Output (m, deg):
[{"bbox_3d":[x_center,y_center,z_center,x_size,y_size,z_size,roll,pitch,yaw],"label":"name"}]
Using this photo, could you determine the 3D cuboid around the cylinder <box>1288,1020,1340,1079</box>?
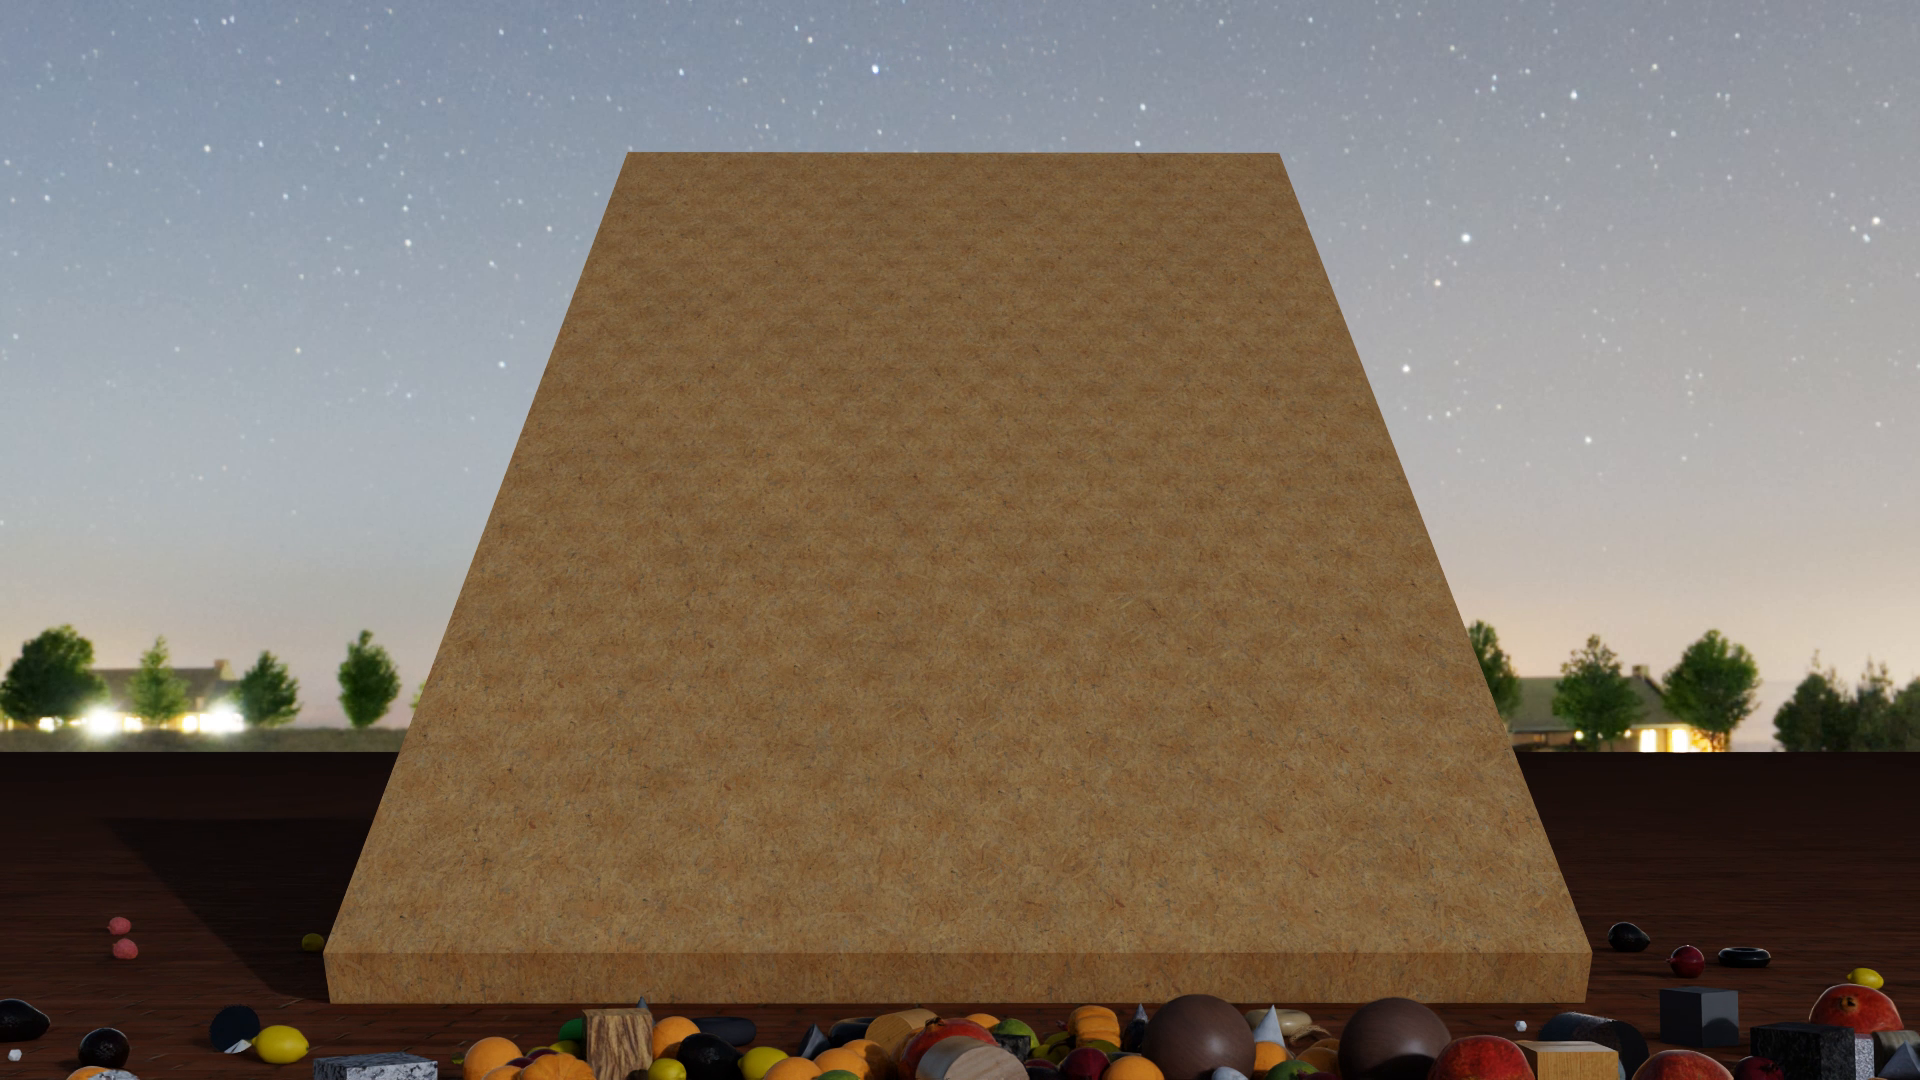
[{"bbox_3d":[0.440,0.638,2.960,0.060,0.060,0.060,-1,13,15],"label":"cylinder"}]

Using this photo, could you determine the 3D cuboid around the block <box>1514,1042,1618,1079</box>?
[{"bbox_3d":[0.652,0.589,2.557,0.087,0.087,0.087,0,-5,-3],"label":"block"}]

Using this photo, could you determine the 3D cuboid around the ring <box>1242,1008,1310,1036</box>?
[{"bbox_3d":[0.453,0.689,3.390,0.099,0.033,0.099,1,-6,0],"label":"ring"}]

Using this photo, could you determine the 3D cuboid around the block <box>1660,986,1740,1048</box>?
[{"bbox_3d":[1.022,0.659,3.285,0.073,0.073,0.073,3,-6,-32],"label":"block"}]

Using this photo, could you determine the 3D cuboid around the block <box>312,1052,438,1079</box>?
[{"bbox_3d":[-0.590,0.572,2.396,0.094,0.094,0.094,3,-6,-35],"label":"block"}]

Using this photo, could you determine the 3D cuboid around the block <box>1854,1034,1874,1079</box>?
[{"bbox_3d":[1.091,0.637,2.918,0.055,0.055,0.055,-2,-5,17],"label":"block"}]

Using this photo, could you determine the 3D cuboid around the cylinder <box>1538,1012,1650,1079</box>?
[{"bbox_3d":[0.742,0.606,2.790,0.093,0.093,0.093,2,-5,-18],"label":"cylinder"}]

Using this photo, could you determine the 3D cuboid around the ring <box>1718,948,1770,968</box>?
[{"bbox_3d":[1.464,0.780,4.437,0.094,0.031,0.094,0,-4,0],"label":"ring"}]

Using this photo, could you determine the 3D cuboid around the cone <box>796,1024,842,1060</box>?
[{"bbox_3d":[-0.179,0.669,3.115,0.054,0.054,0.054,28,-10,-8],"label":"cone"}]

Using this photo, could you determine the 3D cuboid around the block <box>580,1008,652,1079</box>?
[{"bbox_3d":[-0.426,0.627,2.951,0.080,0.080,0.080,1,-5,-14],"label":"block"}]

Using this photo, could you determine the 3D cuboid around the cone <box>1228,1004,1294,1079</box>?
[{"bbox_3d":[0.372,0.607,2.880,0.089,0.089,0.089,12,-11,2],"label":"cone"}]

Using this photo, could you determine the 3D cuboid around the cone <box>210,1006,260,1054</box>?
[{"bbox_3d":[-0.976,0.676,3.226,0.067,0.067,0.067,0,-31,-1],"label":"cone"}]

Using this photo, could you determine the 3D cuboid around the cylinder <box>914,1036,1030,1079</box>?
[{"bbox_3d":[0.013,0.579,2.511,0.099,0.099,0.099,1,-5,-16],"label":"cylinder"}]

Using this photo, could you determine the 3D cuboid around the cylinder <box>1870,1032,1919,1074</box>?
[{"bbox_3d":[1.174,0.644,2.984,0.052,0.052,0.052,0,-5,-4],"label":"cylinder"}]

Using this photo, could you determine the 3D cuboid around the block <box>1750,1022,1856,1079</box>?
[{"bbox_3d":[0.975,0.607,2.749,0.085,0.085,0.085,5,-7,-44],"label":"block"}]

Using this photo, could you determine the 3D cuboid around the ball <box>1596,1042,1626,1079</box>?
[{"bbox_3d":[0.698,0.599,2.642,0.082,0.082,0.082,0,-5,0],"label":"ball"}]

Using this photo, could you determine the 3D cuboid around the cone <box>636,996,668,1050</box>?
[{"bbox_3d":[-0.434,0.657,3.244,0.071,0.071,0.071,0,-5,0],"label":"cone"}]

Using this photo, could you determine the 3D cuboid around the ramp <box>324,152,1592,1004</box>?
[{"bbox_3d":[-0.011,-0.225,5.543,2.000,0.100,4.000,0,27,0],"label":"ramp"}]

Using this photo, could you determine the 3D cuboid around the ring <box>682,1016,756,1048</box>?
[{"bbox_3d":[-0.333,0.678,3.277,0.104,0.035,0.104,0,-6,0],"label":"ring"}]

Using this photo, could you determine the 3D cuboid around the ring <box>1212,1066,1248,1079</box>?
[{"bbox_3d":[0.307,0.608,2.598,0.077,0.026,0.077,40,11,-9],"label":"ring"}]

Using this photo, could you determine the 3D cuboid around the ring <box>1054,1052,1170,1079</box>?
[{"bbox_3d":[0.178,0.630,2.787,0.137,0.046,0.137,-1,-4,0],"label":"ring"}]

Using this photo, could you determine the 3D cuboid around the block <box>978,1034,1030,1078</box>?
[{"bbox_3d":[0.055,0.639,2.931,0.052,0.052,0.052,-2,-5,20],"label":"block"}]

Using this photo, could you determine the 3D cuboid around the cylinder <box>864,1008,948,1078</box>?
[{"bbox_3d":[-0.068,0.631,2.988,0.077,0.077,0.077,-3,-6,28],"label":"cylinder"}]

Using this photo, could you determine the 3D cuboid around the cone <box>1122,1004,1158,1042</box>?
[{"bbox_3d":[0.253,0.674,3.331,0.051,0.051,0.051,0,-5,0],"label":"cone"}]

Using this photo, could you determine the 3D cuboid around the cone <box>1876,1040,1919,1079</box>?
[{"bbox_3d":[1.154,0.653,2.931,0.054,0.054,0.054,-31,-17,21],"label":"cone"}]

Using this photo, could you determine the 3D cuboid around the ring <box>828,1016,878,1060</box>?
[{"bbox_3d":[-0.105,0.660,3.148,0.143,0.048,0.143,1,-6,0],"label":"ring"}]

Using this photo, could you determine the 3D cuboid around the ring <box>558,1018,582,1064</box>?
[{"bbox_3d":[-0.468,0.639,3.020,0.087,0.029,0.087,9,-44,9],"label":"ring"}]
